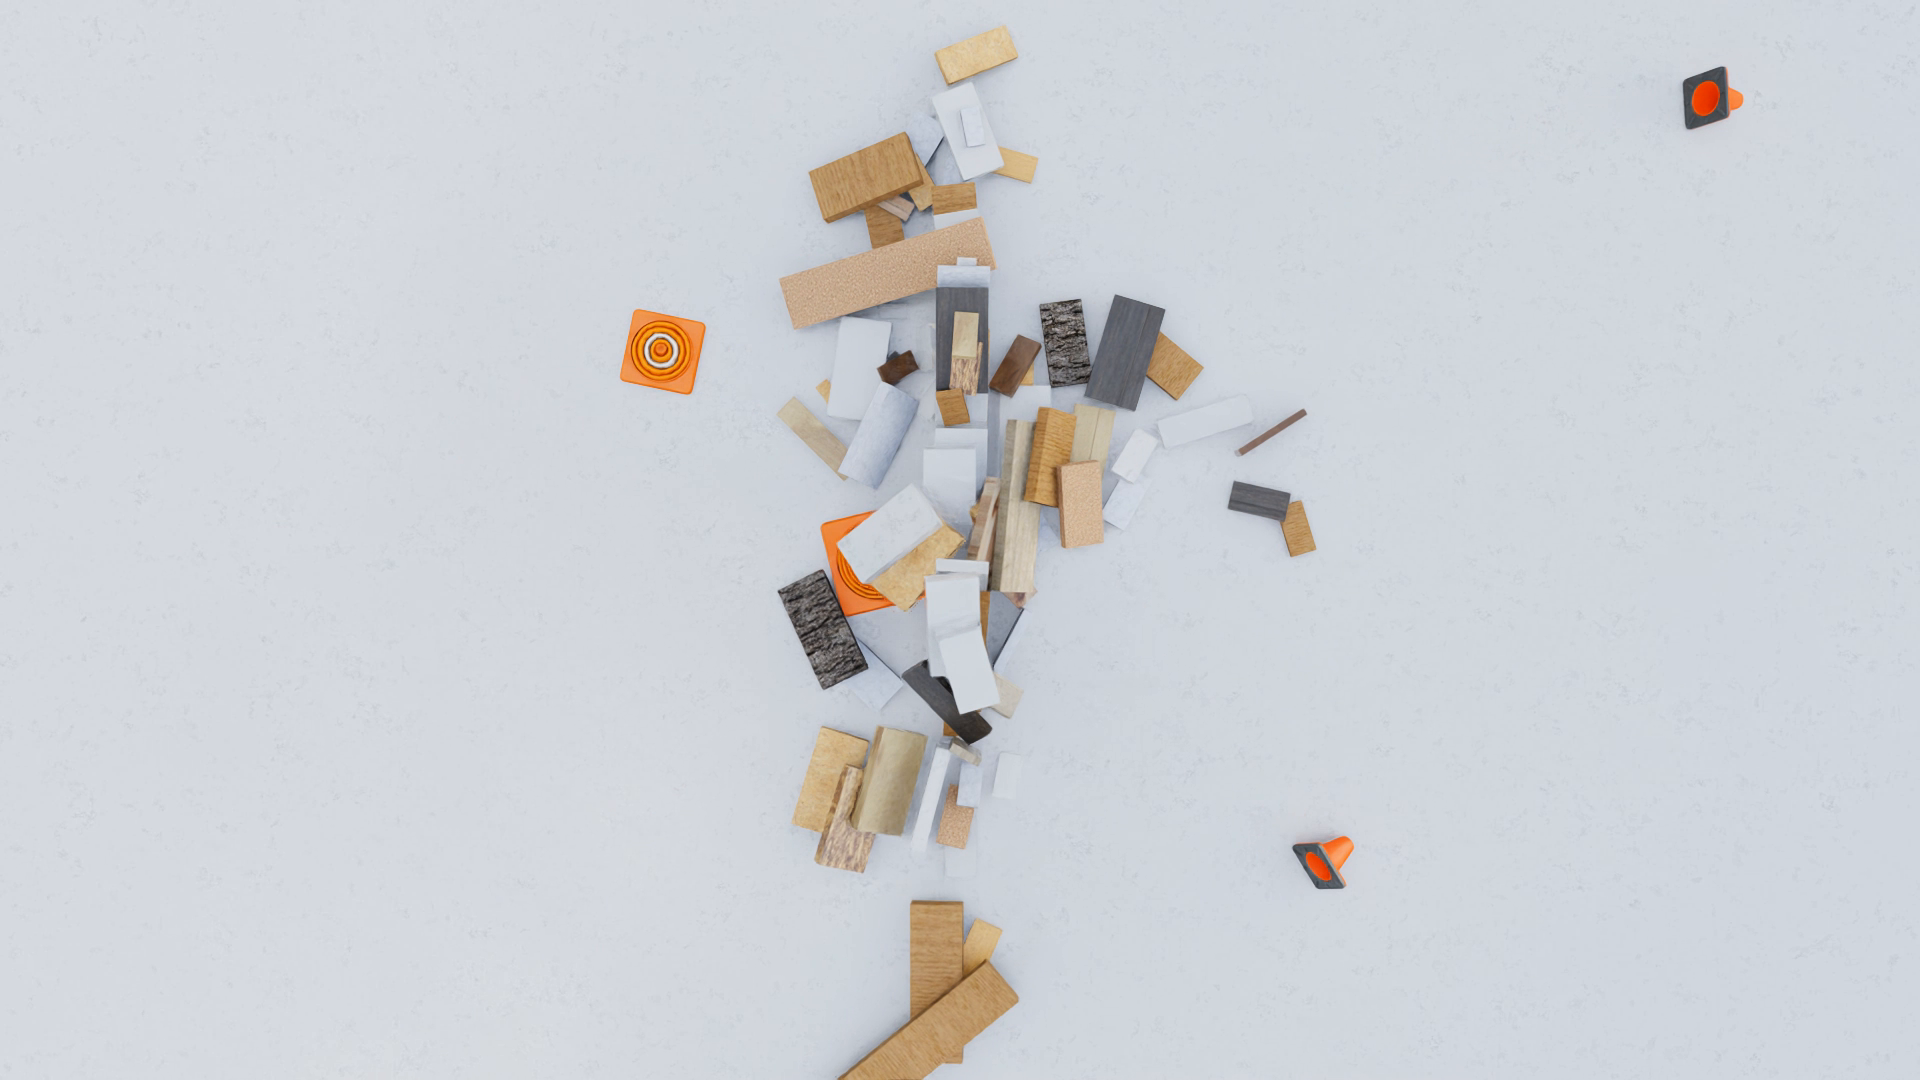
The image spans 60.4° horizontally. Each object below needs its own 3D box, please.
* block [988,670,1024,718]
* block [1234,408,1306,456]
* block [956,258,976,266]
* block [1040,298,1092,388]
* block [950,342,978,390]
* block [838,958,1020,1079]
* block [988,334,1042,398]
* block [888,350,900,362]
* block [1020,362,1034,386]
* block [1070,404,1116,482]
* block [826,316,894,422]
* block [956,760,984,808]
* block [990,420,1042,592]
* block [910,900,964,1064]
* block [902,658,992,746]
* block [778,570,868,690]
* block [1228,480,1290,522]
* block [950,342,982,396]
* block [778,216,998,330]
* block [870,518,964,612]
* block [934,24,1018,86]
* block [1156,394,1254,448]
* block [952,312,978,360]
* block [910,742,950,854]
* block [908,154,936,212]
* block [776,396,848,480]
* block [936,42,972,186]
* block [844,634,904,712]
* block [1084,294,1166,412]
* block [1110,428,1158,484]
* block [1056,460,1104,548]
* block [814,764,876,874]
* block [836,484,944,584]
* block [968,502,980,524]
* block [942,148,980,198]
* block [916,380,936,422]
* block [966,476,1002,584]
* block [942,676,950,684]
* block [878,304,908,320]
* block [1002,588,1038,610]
[{"bbox_3d":[0.099,0.483,5.362,0.211,0.030,0.105,33,69,-16],"label":"block"},{"bbox_3d":[1.027,-0.354,5.457,0.256,0.086,0.024,-32,90,0],"label":"block"},{"bbox_3d":[0.018,-0.853,5.319,0.061,0.017,0.121,3,130,-4],"label":"block"},{"bbox_3d":[0.352,-0.653,5.480,0.139,0.039,0.277,-8,90,0],"label":"block"},{"bbox_3d":[0.011,-0.555,5.244,0.076,0.022,0.152,5,100,-1],"label":"block"},{"bbox_3d":[-0.291,1.798,5.433,1.125,0.047,0.167,-40,92,4],"label":"block"},{"bbox_3d":[0.183,-0.576,5.452,0.087,0.025,0.207,25,77,21],"label":"block"},{"bbox_3d":[-0.241,-0.560,5.490,0.135,0.019,0.067,-43,90,0],"label":"block"},{"bbox_3d":[0.220,-0.556,5.470,0.048,0.014,0.096,2,60,1],"label":"block"},{"bbox_3d":[0.422,-0.304,5.480,0.139,0.039,0.277,11,90,0],"label":"block"},{"bbox_3d":[-0.331,-0.563,5.460,0.167,0.047,0.334,8,87,4],"label":"block"},{"bbox_3d":[0.034,0.810,5.463,0.074,0.021,0.149,7,69,1],"label":"block"},{"bbox_3d":[0.197,-0.109,5.386,0.155,0.044,0.557,3,94,-44],"label":"block"},{"bbox_3d":[-0.076,1.461,5.452,0.172,0.049,0.533,0,94,3],"label":"block"},{"bbox_3d":[-0.042,0.530,5.381,0.328,0.030,0.105,46,130,-12],"label":"block"},{"bbox_3d":[-0.452,0.295,5.444,0.164,0.046,0.362,-26,81,3],"label":"block"},{"bbox_3d":[0.992,-0.129,5.472,0.192,0.027,0.096,13,90,9],"label":"block"},{"bbox_3d":[0.021,-0.551,5.268,0.084,0.024,0.171,7,100,-1],"label":"block"},{"bbox_3d":[-0.238,-0.871,5.395,0.701,0.049,0.175,-15,98,11],"label":"block"},{"bbox_3d":[-0.141,0.068,5.382,0.155,0.044,0.310,38,99,4],"label":"block"},{"bbox_3d":[0.054,-1.603,5.453,0.259,0.032,0.112,-25,95,-12],"label":"block"},{"bbox_3d":[0.815,-0.394,5.486,0.310,0.027,0.096,-17,90,0],"label":"block"},{"bbox_3d":[0.017,-0.646,5.215,0.076,0.022,0.152,4,71,-1],"label":"block"},{"bbox_3d":[-0.096,0.842,5.414,0.049,0.172,0.345,15,90,0],"label":"block"},{"bbox_3d":[-0.137,-1.181,5.446,0.085,0.024,0.171,-30,95,11],"label":"block"},{"bbox_3d":[-0.469,-0.337,5.488,0.317,0.024,0.086,45,90,0],"label":"block"},{"bbox_3d":[-0.020,-1.290,5.483,0.119,0.034,0.721,0,90,0],"label":"block"},{"bbox_3d":[-0.331,0.430,5.480,0.275,0.039,0.138,44,90,0],"label":"block"},{"bbox_3d":[0.542,-0.615,5.436,0.175,0.049,0.349,17,90,0],"label":"block"},{"bbox_3d":[0.579,-0.279,5.469,0.086,0.024,0.173,31,78,0],"label":"block"},{"bbox_3d":[0.396,-0.118,5.428,0.138,0.039,0.275,-9,105,-18],"label":"block"},{"bbox_3d":[-0.350,0.919,5.440,0.167,0.047,0.335,17,90,-28],"label":"block"},{"bbox_3d":[-0.229,-0.019,5.354,0.328,0.046,0.164,-38,72,14],"label":"block"},{"bbox_3d":[0.102,-0.110,5.414,0.168,0.024,0.084,-45,128,-29],"label":"block"},{"bbox_3d":[0.016,-1.251,5.449,0.119,0.034,0.238,10,90,-2],"label":"block"},{"bbox_3d":[-0.091,-0.468,5.490,0.068,0.019,0.135,36,90,0],"label":"block"},{"bbox_3d":[0.120,-0.024,5.393,0.167,0.047,0.334,18,84,-44],"label":"block"},{"bbox_3d":[-0.008,0.470,5.372,0.074,0.021,0.148,-32,108,14],"label":"block"},{"bbox_3d":[-0.224,-0.761,5.493,0.096,0.014,0.048,1,90,0],"label":"block"},{"bbox_3d":[0.166,0.140,5.476,0.174,0.025,0.087,45,82,-4],"label":"block"}]
